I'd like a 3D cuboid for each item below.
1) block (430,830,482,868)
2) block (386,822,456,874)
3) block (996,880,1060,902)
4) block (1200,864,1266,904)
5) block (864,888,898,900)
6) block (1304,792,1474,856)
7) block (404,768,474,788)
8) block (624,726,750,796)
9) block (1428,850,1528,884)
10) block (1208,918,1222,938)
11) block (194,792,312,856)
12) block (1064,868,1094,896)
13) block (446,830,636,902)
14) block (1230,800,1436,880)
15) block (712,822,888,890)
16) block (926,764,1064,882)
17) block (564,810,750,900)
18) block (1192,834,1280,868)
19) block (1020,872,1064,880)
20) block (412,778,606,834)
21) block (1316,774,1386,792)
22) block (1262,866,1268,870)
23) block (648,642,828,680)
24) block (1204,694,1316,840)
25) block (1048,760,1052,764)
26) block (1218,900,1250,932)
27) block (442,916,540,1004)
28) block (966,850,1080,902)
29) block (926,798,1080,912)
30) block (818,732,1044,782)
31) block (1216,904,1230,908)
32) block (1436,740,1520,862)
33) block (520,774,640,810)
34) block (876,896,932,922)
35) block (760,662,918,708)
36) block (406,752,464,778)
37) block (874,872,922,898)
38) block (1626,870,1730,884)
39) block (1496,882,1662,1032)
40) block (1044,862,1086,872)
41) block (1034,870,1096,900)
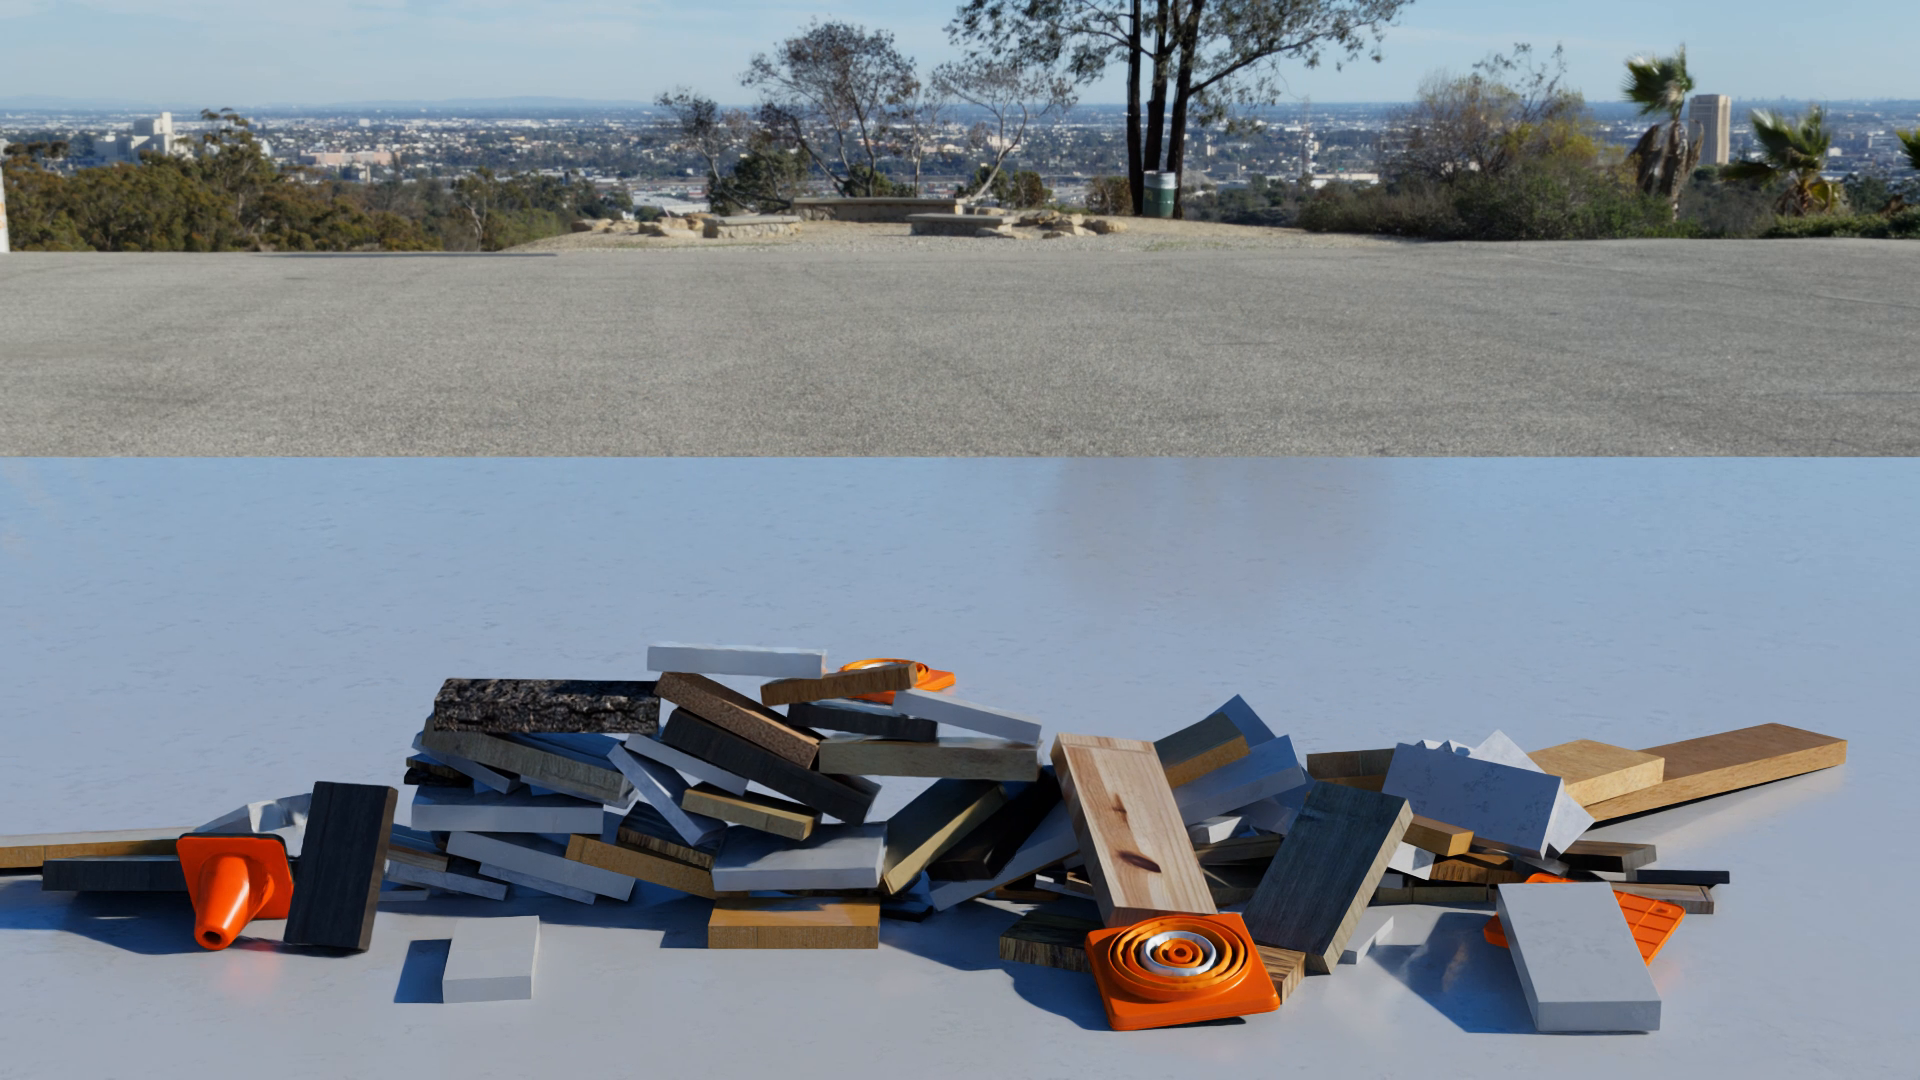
[{"bbox_3d":[-0.832,0.509,3.658,0.105,0.015,0.053,36,9,-38],"label":"block"},{"bbox_3d":[-0.936,0.502,3.653,0.194,0.027,0.097,14,10,-2],"label":"block"},{"bbox_3d":[0.114,0.583,3.664,0.104,0.015,0.052,2,11,8],"label":"block"},{"bbox_3d":[0.449,0.563,3.601,0.186,0.026,0.093,7,12,-40],"label":"block"},{"bbox_3d":[-0.152,0.585,3.658,0.101,0.014,0.050,2,11,12],"label":"block"},{"bbox_3d":[0.711,0.469,3.655,0.254,0.036,0.127,14,3,29],"label":"block"},{"bbox_3d":[-0.868,0.395,3.663,0.105,0.015,0.053,3,11,-2],"label":"block"},{"bbox_3d":[-0.440,0.353,3.590,0.206,0.029,0.103,24,7,-4],"label":"block"},{"bbox_3d":[0.844,0.543,3.654,0.178,0.025,0.089,7,8,-15],"label":"block"},{"bbox_3d":[0.323,0.614,3.479,0.164,0.023,0.082,4,11,22],"label":"block"},{"bbox_3d":[-1.144,0.470,3.663,0.170,0.048,0.339,-8,-9,-35],"label":"block"},{"bbox_3d":[0.234,0.574,3.636,0.120,0.017,0.060,14,12,3],"label":"block"},{"bbox_3d":[-0.686,0.515,3.660,0.305,0.043,0.153,16,10,-4],"label":"block"},{"bbox_3d":[0.609,0.489,3.647,0.159,0.045,0.318,23,-8,-43],"label":"block"},{"bbox_3d":[-0.255,0.508,3.537,0.264,0.037,0.132,-2,25,7],"label":"block"},{"bbox_3d":[0.066,0.463,3.619,0.134,0.038,0.267,-9,24,41],"label":"block"},{"bbox_3d":[-0.492,0.526,3.663,0.305,0.043,0.153,16,10,-3],"label":"block"},{"bbox_3d":[0.400,0.533,3.678,0.252,0.036,0.126,-5,-17,-5],"label":"block"},{"bbox_3d":[0.122,0.566,3.713,0.104,0.015,0.052,1,-8,5],"label":"block"},{"bbox_3d":[-0.742,0.438,3.637,0.305,0.043,0.153,2,11,-8],"label":"block"},{"bbox_3d":[0.684,0.455,3.947,0.335,0.047,0.167,-9,-12,34],"label":"block"},{"bbox_3d":[0.526,0.561,3.779,0.059,0.017,0.119,2,11,12],"label":"block"},{"bbox_3d":[-0.363,0.197,3.610,0.281,0.040,0.140,3,0,0],"label":"block"},{"bbox_3d":[0.523,0.410,3.927,0.136,0.039,0.273,-37,48,-2],"label":"block"},{"bbox_3d":[0.190,0.464,4.269,0.098,0.028,0.195,6,12,30],"label":"block"},{"bbox_3d":[0.509,0.601,3.537,0.186,0.026,0.093,-8,13,-36],"label":"block"},{"bbox_3d":[-0.708,0.634,3.335,0.127,0.036,0.254,-1,11,-8],"label":"block"},{"bbox_3d":[0.122,0.506,3.672,0.267,0.038,0.134,-24,18,6],"label":"block"},{"bbox_3d":[0.075,0.509,3.603,0.267,0.038,0.134,-24,18,5],"label":"block"},{"bbox_3d":[-0.043,0.355,3.607,0.351,0.050,0.175,2,0,6],"label":"block"},{"bbox_3d":[0.344,0.569,3.586,0.186,0.026,0.093,6,13,-36],"label":"block"},{"bbox_3d":[0.904,0.458,3.804,0.112,0.032,0.223,21,40,-34],"label":"block"},{"bbox_3d":[-0.628,0.400,3.645,0.181,0.026,0.090,15,10,3],"label":"block"},{"bbox_3d":[-0.101,0.600,3.574,0.101,0.014,0.050,5,11,23],"label":"block"},{"bbox_3d":[-0.197,0.238,3.621,0.244,0.035,0.122,-8,0,4],"label":"block"},{"bbox_3d":[-0.870,0.376,3.682,0.105,0.015,0.053,9,12,29],"label":"block"},{"bbox_3d":[-0.104,0.570,3.659,0.050,0.014,0.101,3,10,17],"label":"block"},{"bbox_3d":[1.202,0.564,3.687,0.151,0.021,0.076,1,-8,3],"label":"block"},{"bbox_3d":[0.909,0.611,3.251,0.170,0.048,0.339,-2,20,4],"label":"block"},{"bbox_3d":[0.170,0.555,3.739,0.120,0.017,0.060,0,-9,22],"label":"block"},{"bbox_3d":[0.175,0.572,3.655,0.104,0.015,0.052,13,12,-3],"label":"block"}]
